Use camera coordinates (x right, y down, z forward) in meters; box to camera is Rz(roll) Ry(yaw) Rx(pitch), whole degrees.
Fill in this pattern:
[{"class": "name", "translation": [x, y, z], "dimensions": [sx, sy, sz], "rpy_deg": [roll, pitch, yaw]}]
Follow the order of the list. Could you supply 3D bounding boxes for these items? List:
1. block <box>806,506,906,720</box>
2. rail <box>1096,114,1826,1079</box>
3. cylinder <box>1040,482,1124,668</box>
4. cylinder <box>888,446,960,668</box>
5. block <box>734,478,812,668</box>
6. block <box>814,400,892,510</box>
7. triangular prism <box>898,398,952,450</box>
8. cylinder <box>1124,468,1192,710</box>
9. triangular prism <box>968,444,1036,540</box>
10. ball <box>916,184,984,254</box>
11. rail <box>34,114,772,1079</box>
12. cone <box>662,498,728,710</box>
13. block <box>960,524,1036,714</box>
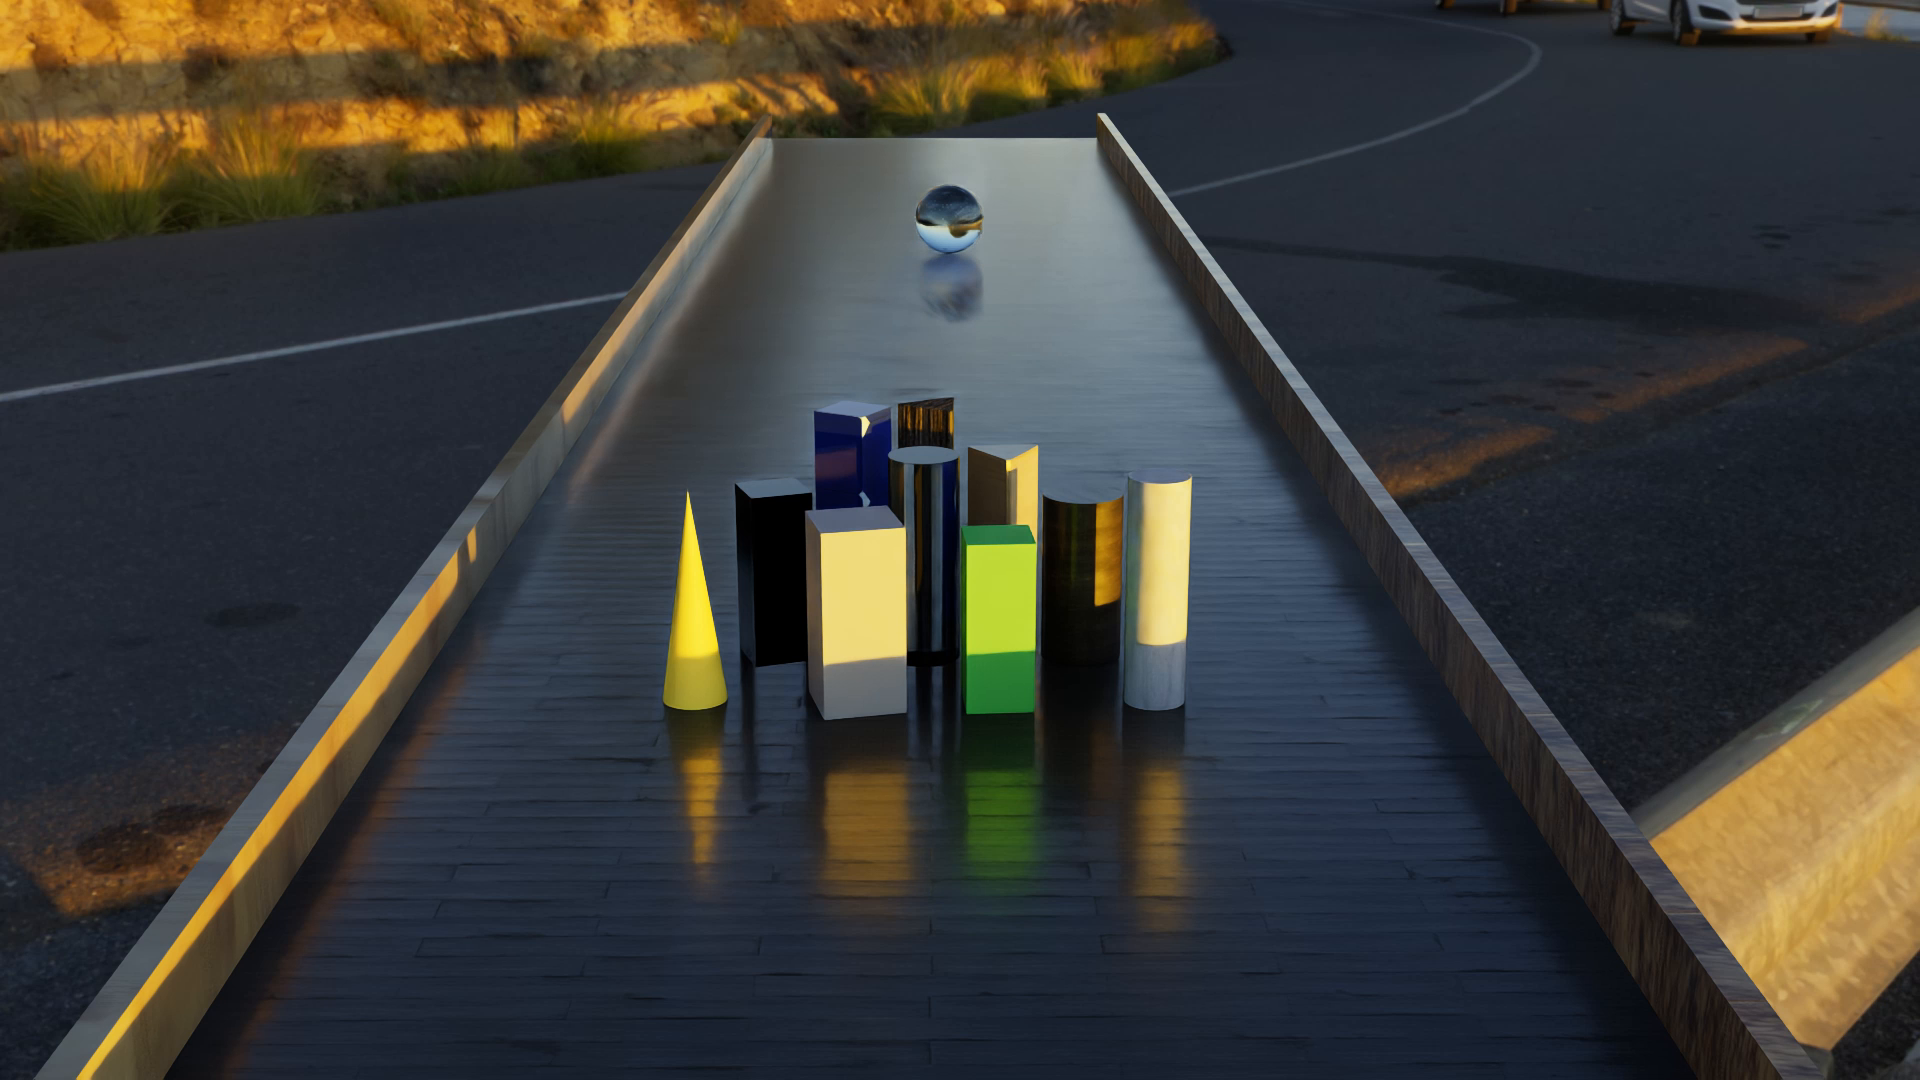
[{"class": "block", "translation": [-0.196, 0.135, 4.138], "dimensions": [0.158, 0.362, 0.158], "rpy_deg": [-4, 17, -14]}, {"class": "rail", "translation": [0.932, -0.844, 7.801], "dimensions": [0.050, 0.150, 12.000], "rpy_deg": [0, 17, -1]}, {"class": "cylinder", "translation": [0.244, 0.068, 4.405], "dimensions": [0.160, 0.337, 0.160], "rpy_deg": [0, 17, 0]}, {"class": "cylinder", "translation": [-0.071, 0.033, 4.384], "dimensions": [0.141, 0.418, 0.141], "rpy_deg": [0, 17, 0]}, {"class": "block", "translation": [-0.370, 0.064, 4.402], "dimensions": [0.123, 0.348, 0.123], "rpy_deg": [-6, 18, -20]}, {"class": "block", "translation": [-0.222, -0.054, 4.616], "dimensions": [0.116, 0.453, 0.116], "rpy_deg": [9, 19, 28]}, {"class": "triangular prism", "translation": [-0.048, -0.111, 4.899], "dimensions": [0.138, 0.400, 0.119], "rpy_deg": [9, 19, 29]}, {"class": "cylinder", "translation": [0.371, 0.093, 4.139], "dimensions": [0.118, 0.442, 0.118], "rpy_deg": [0, 17, 0]}, {"class": "triangular prism", "translation": [0.111, -0.021, 4.672], "dimensions": [0.126, 0.356, 0.146], "rpy_deg": [-11, 20, -33]}, {"class": "ball", "translation": [-0.045, -1.355, 9.277], "dimensions": [0.288, 0.288, 0.288], "rpy_deg": [0, 17, 0]}, {"class": "rail", "translation": [-1.118, -0.838, 7.780], "dimensions": [0.050, 0.150, 12.000], "rpy_deg": [0, 17, -1]}, {"class": "cone", "translation": [-0.507, 0.106, 4.150], "dimensions": [0.125, 0.411, 0.125], "rpy_deg": [0, 17, 0]}, {"class": "block", "translation": [0.071, 0.149, 4.147], "dimensions": [0.129, 0.331, 0.129], "rpy_deg": [-1, 17, -4]}]
